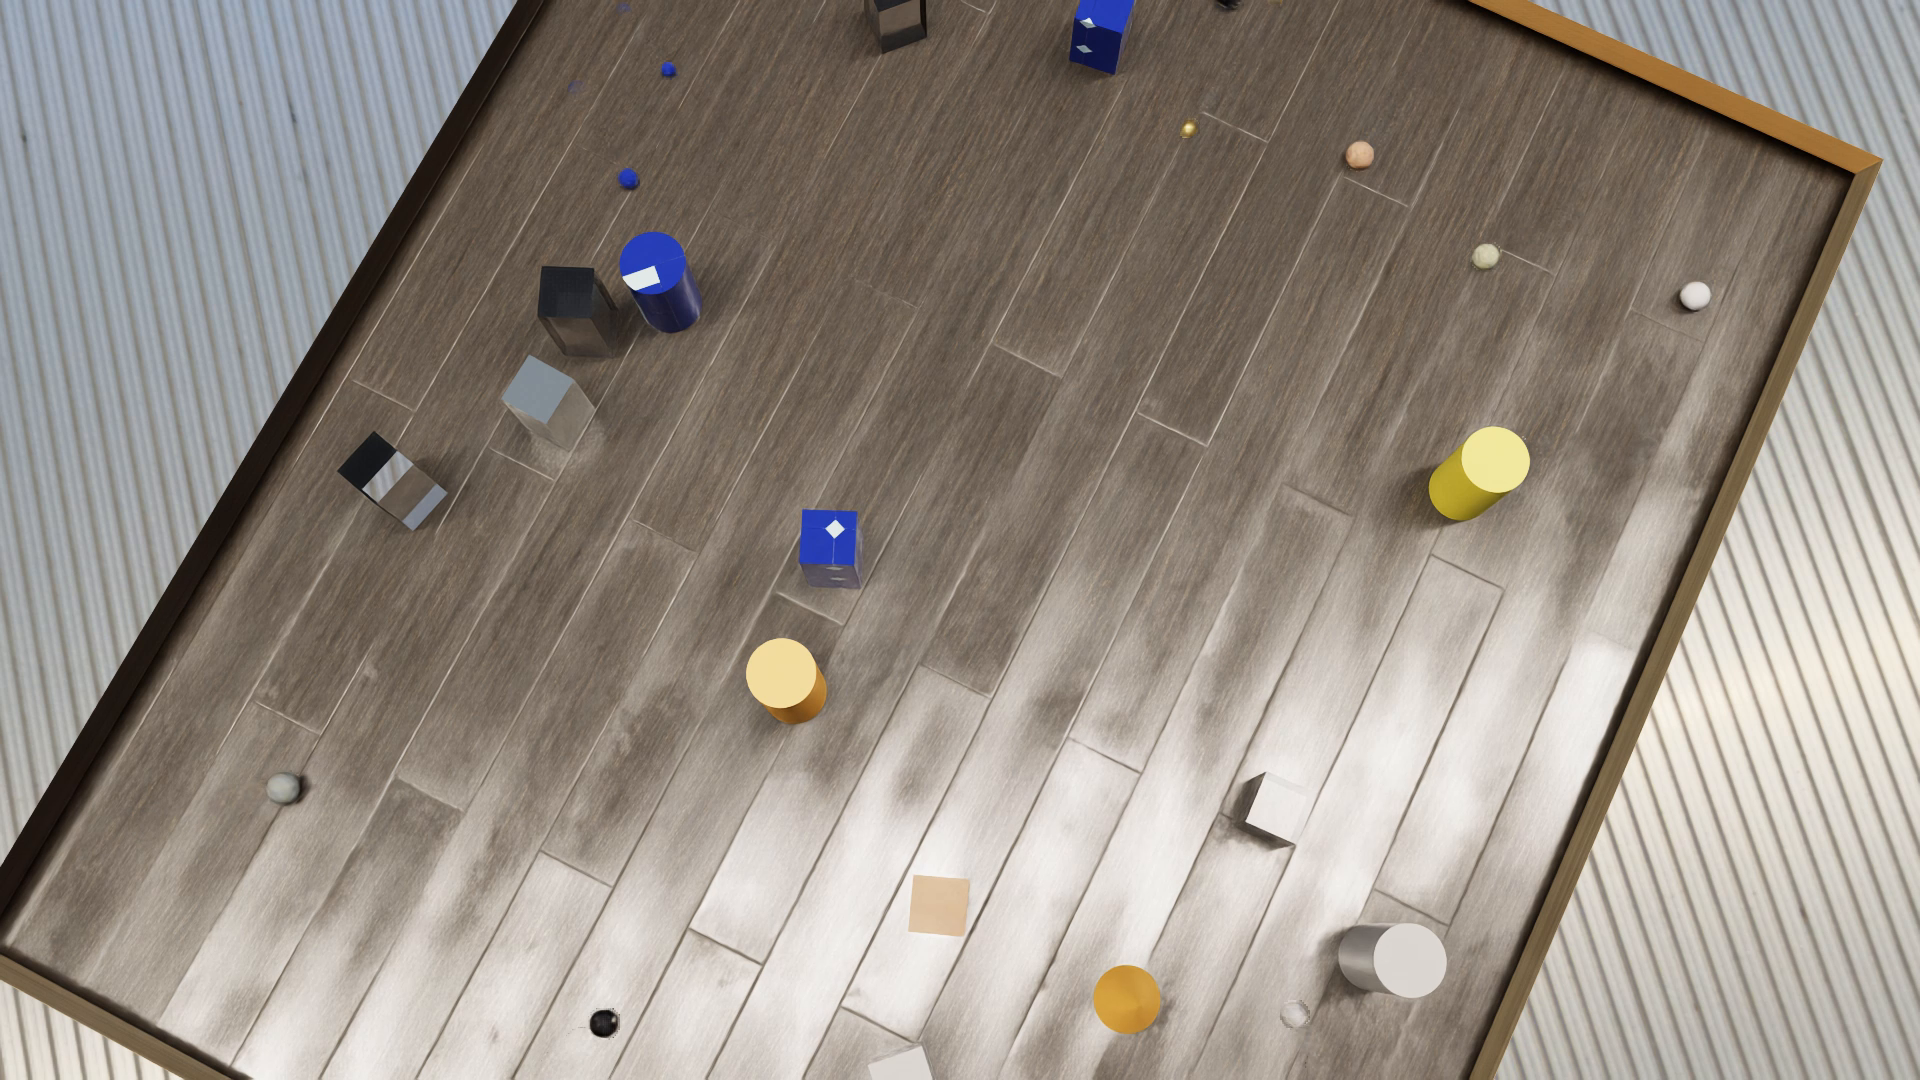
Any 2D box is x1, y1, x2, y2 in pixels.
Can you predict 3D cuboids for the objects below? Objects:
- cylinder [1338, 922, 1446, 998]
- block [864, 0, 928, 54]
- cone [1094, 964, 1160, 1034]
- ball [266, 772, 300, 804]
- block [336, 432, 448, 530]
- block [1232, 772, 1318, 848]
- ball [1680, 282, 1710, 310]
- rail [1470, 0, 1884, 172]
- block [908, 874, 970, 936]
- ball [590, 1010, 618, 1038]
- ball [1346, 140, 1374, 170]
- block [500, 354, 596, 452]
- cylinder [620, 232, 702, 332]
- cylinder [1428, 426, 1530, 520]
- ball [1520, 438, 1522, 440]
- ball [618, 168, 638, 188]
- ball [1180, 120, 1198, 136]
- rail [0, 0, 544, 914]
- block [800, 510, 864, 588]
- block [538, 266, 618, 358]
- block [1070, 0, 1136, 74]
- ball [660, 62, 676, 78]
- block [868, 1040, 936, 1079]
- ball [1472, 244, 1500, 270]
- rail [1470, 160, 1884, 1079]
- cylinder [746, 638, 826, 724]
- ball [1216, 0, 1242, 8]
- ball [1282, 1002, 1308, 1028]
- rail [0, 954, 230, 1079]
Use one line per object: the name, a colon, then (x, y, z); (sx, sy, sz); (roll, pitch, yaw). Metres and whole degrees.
cylinder: (1.205, 1.173, 5.134); (0.195, 0.470, 0.195); (0, 78, 0)
block: (-0.208, -1.703, 5.826); (0.156, 0.279, 0.156); (-21, 79, -4)
cone: (0.487, 1.298, 5.146); (0.195, 0.396, 0.195); (0, 78, 0)
ball: (-2.000, 0.733, 5.417); (0.094, 0.094, 0.094); (0, 78, 0)
block: (-1.688, -0.172, 5.466); (0.156, 0.365, 0.156); (39, 81, 7)
block: (0.912, 0.785, 5.321); (0.156, 0.260, 0.156); (24, 79, 5)
ball: (2.299, -0.764, 5.729); (0.090, 0.090, 0.090); (0, 78, 0)
rail: (1.052, -2.054, 5.976); (4.092, 0.127, 0.045); (26, 80, 5)
block: (-0.059, 1.044, 5.228); (0.156, 0.338, 0.156); (5, 78, 1)
ball: (-1.027, 1.395, 5.287); (0.081, 0.081, 0.081); (0, 78, 0)
ball: (1.272, -1.224, 5.825); (0.089, 0.089, 0.089); (0, 78, 0)
block: (-1.239, -0.409, 5.535); (0.156, 0.325, 0.156); (29, 80, 6)
cylinder: (-0.909, -0.782, 5.594); (0.195, 0.362, 0.195); (0, 78, 0)
cylinder: (1.542, -0.193, 5.463); (0.195, 0.379, 0.195); (0, 78, 0)
ball: (1.706, -0.289, 5.645); (0.062, 0.062, 0.062); (0, 78, 0)
ball: (-1.055, -1.148, 5.822); (0.063, 0.063, 0.063); (0, 78, 0)
ball: (0.733, -1.317, 5.862); (0.053, 0.053, 0.053); (0, 78, 0)
rail: (-1.809, -0.879, 5.733); (0.045, 0.127, 4.753); (26, 80, 5)
block: (-0.376, 0.031, 5.414); (0.156, 0.385, 0.156); (2, 78, 0)
block: (-1.155, -0.688, 5.562); (0.156, 0.386, 0.156); (2, 78, 0)
block: (0.453, -1.630, 5.809); (0.156, 0.285, 0.156); (19, 79, 4)
ball: (-0.940, -1.517, 5.906); (0.048, 0.048, 0.048); (0, 78, 0)
block: (-0.154, 1.520, 5.164); (0.156, 0.270, 0.156); (-19, 79, -4)
ball: (1.652, -0.891, 5.759); (0.082, 0.082, 0.082); (0, 78, 0)
rail: (1.809, 0.892, 5.366); (0.045, 0.127, 4.753); (26, 80, 5)
cylinder: (-0.498, 0.414, 5.316); (0.195, 0.422, 0.195); (0, 78, 0)
ball: (0.874, -1.772, 5.934); (0.098, 0.098, 0.098); (0, 78, 0)
ball: (0.967, 1.372, 5.296); (0.072, 0.072, 0.072); (0, 78, 0)
rail: (-1.052, 2.068, 5.123); (4.092, 0.127, 0.045); (26, 80, 5)
